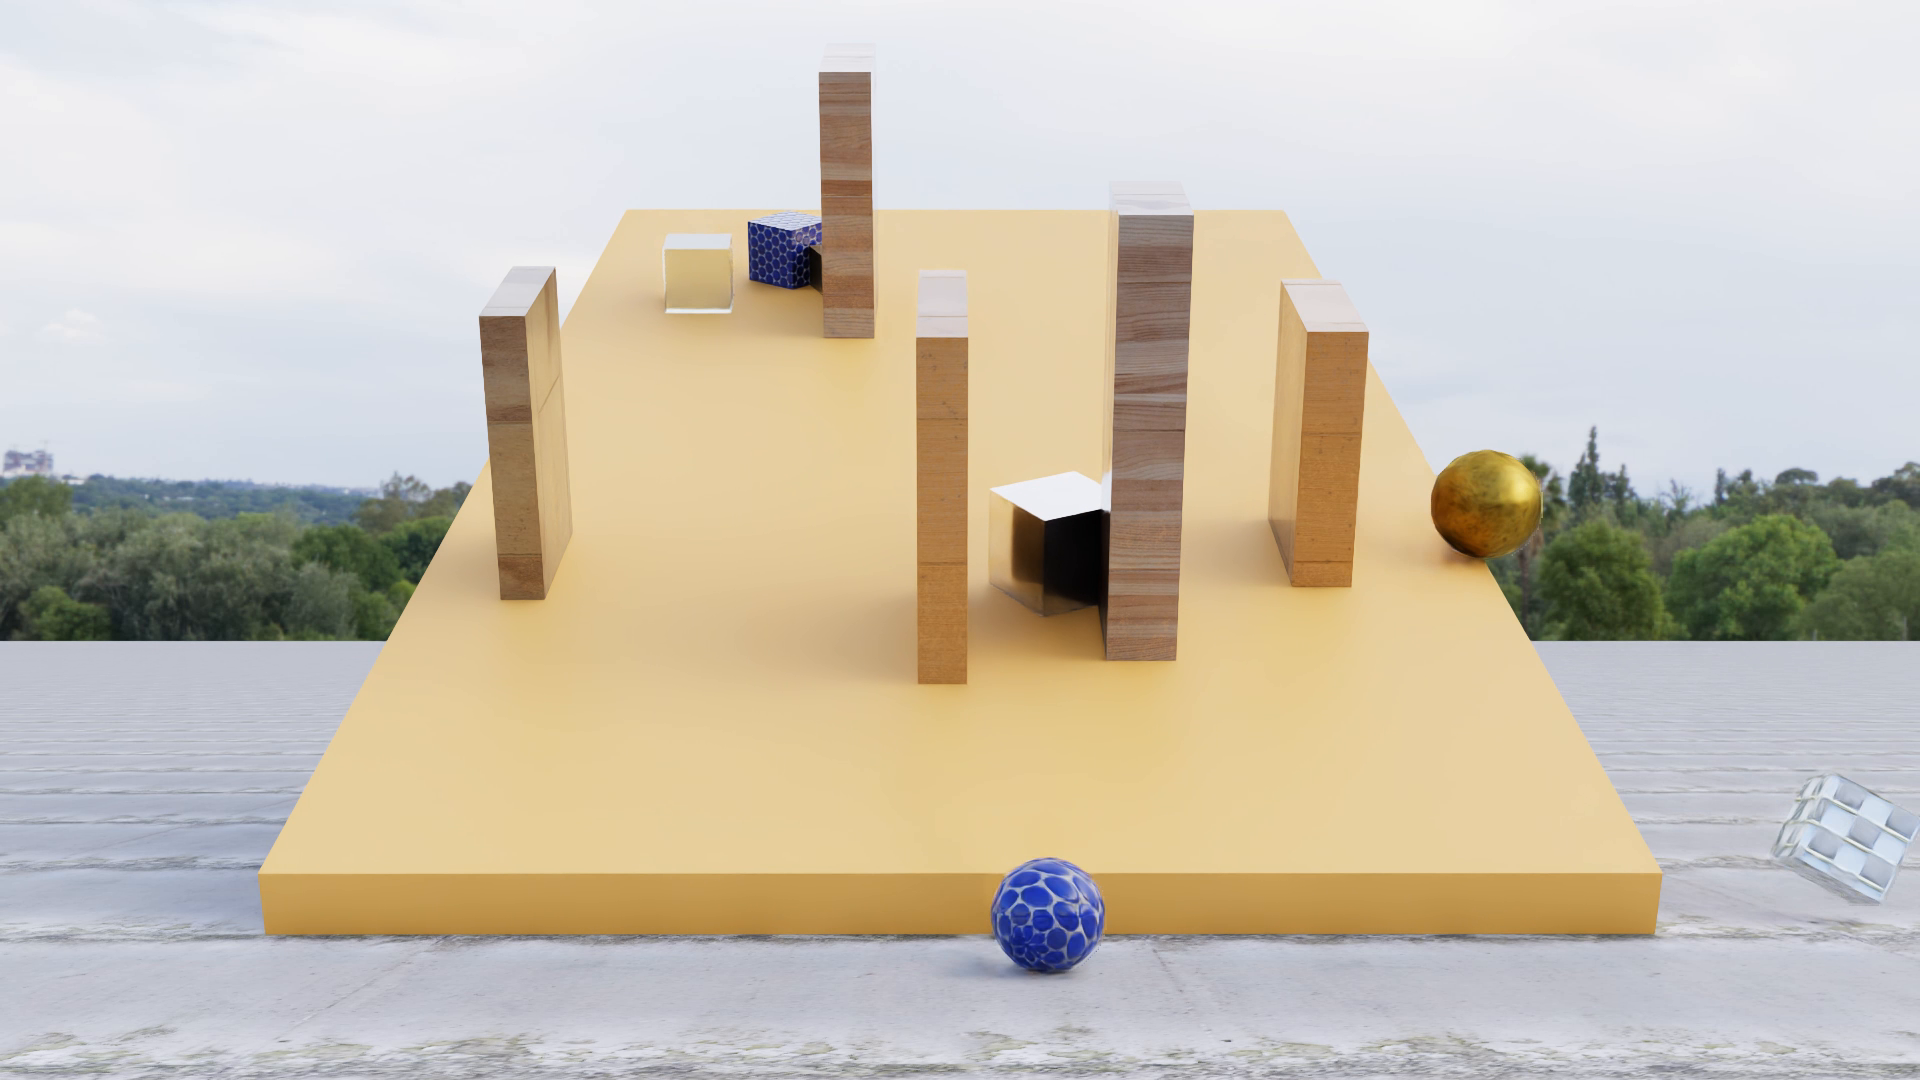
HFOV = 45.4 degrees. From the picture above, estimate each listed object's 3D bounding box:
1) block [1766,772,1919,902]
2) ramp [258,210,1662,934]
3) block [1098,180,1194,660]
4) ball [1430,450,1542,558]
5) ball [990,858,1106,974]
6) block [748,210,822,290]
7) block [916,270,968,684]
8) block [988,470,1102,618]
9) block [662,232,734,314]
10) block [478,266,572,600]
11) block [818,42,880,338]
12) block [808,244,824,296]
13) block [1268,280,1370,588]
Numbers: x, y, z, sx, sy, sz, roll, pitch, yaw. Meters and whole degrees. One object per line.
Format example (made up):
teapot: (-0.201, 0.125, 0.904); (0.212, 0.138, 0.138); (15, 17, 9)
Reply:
block: (1.342, 0.454, 3.482); (0.142, 0.142, 0.142); (29, -6, 8)
ramp: (-0.006, -0.219, 5.139); (2.000, 0.100, 4.000); (0, 22, 0)
block: (0.311, -0.199, 3.902); (0.120, 0.780, 0.240); (0, 22, 0)
ball: (0.997, -0.068, 4.350); (0.206, 0.206, 0.206); (0, -2, 0)
ball: (0.112, 0.479, 2.931); (0.146, 0.146, 0.146); (0, -2, 0)
block: (-0.458, -0.786, 6.206); (0.162, 0.162, 0.162); (17, 27, 36)
block: (-0.030, -0.115, 3.924); (0.083, 0.605, 0.409); (0, 22, 0)
block: (0.181, 0.006, 4.187); (0.187, 0.187, 0.187); (-12, 25, -28)
block: (-0.680, -0.695, 5.966); (0.169, 0.169, 0.169); (-1, 22, -3)
block: (-0.797, -0.202, 4.233); (0.080, 0.536, 0.335); (0, 22, 0)
block: (-0.276, -0.885, 5.780); (0.125, 0.662, 0.407); (0, 22, 0)
block: (-0.334, -0.726, 6.127); (0.109, 0.109, 0.109); (-8, 23, -19)
block: (0.669, -0.206, 4.311); (0.110, 0.491, 0.351); (0, 22, 0)
